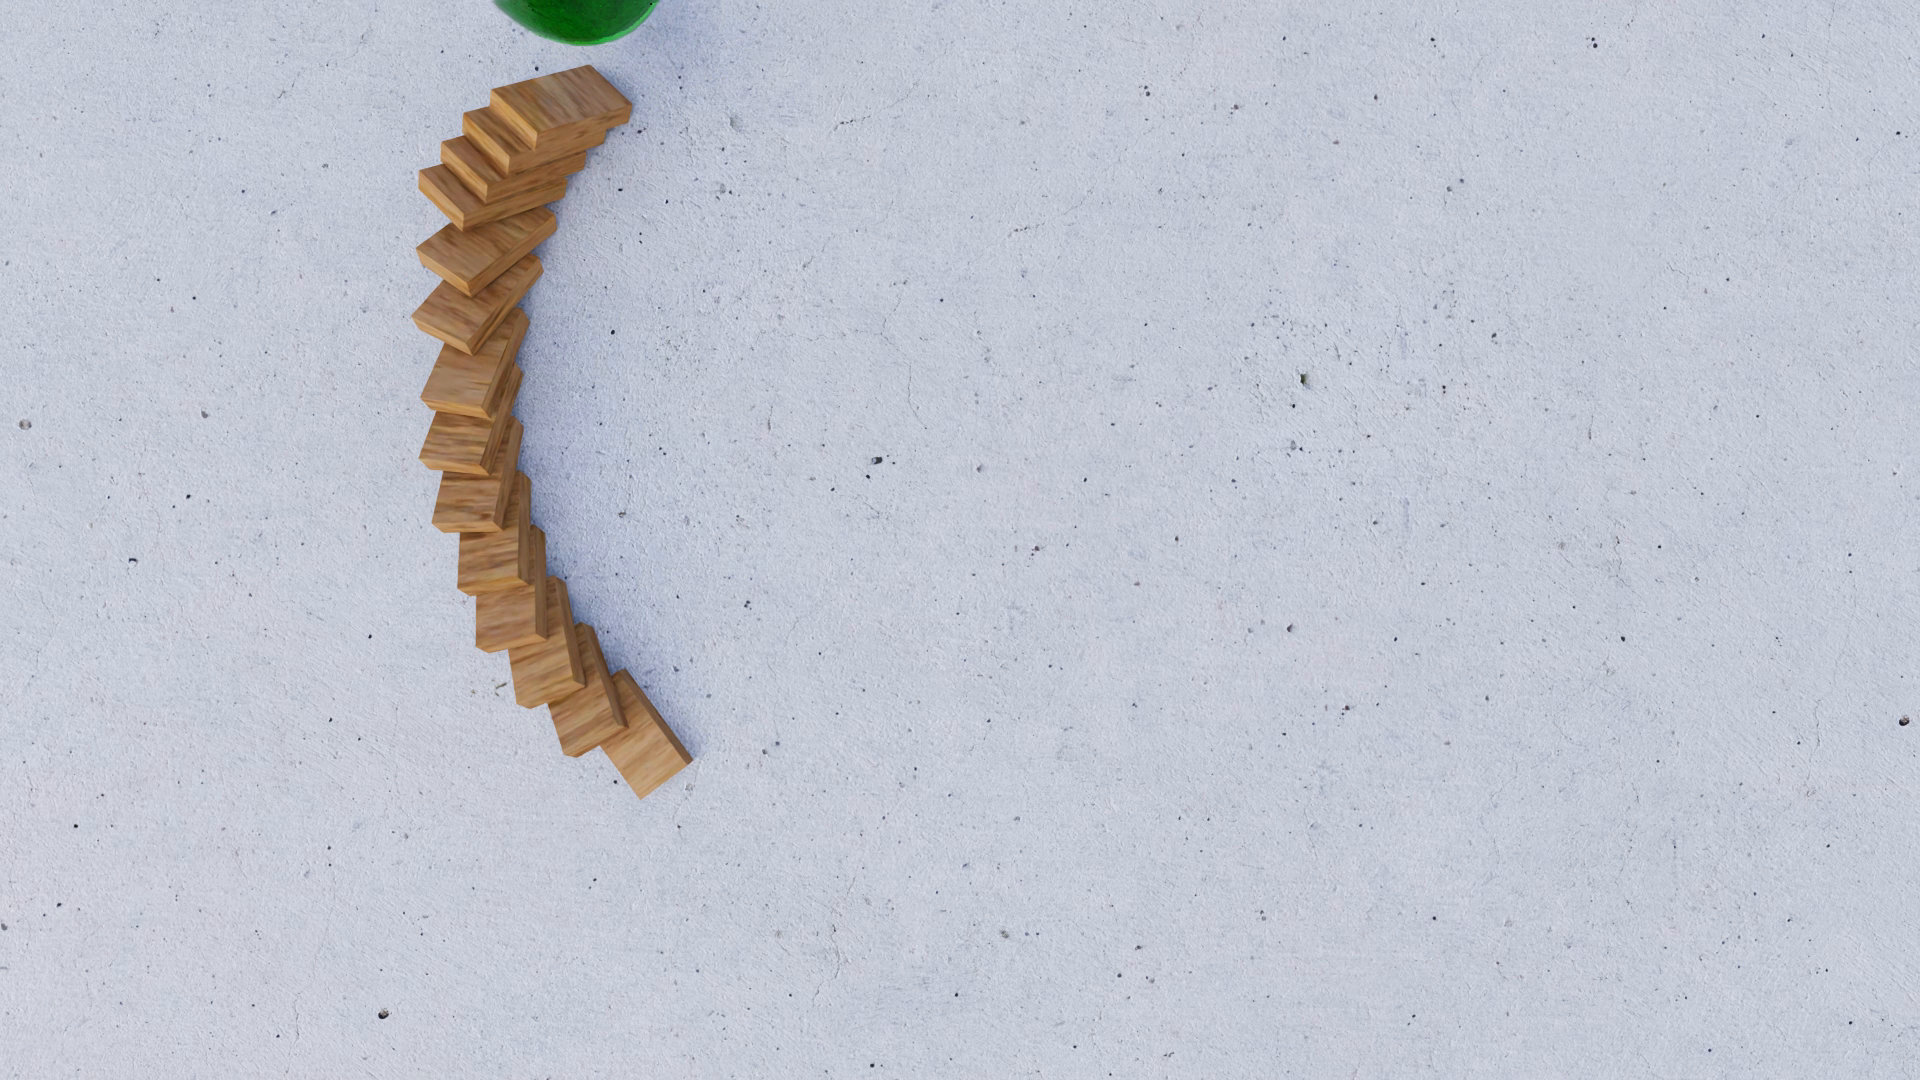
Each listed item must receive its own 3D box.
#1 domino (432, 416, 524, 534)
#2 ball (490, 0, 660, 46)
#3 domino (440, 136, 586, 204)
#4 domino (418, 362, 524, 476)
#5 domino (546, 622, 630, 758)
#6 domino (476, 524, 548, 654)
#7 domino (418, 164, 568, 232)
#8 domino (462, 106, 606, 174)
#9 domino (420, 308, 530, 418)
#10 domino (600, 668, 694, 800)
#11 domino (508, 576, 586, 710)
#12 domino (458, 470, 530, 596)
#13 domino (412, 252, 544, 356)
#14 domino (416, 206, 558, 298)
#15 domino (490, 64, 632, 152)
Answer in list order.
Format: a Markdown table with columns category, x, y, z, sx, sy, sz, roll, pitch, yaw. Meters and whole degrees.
| category | x | y | z | sx | sy | sz | roll | pitch | yaw |
| --- | --- | --- | --- | --- | --- | --- | --- | --- | --- |
| domino | -0.202 | -0.028 | 0.386 | 0.025 | 0.009 | 0.050 | -2 | 66 | 0 |
| ball | -0.155 | -0.239 | 0.360 | 0.080 | 0.080 | 0.080 | 0 | 90 | 0 |
| domino | -0.184 | -0.159 | 0.380 | 0.025 | 0.009 | 0.050 | 43 | 48 | 0 |
| domino | -0.205 | -0.053 | 0.385 | 0.025 | 0.010 | 0.050 | 6 | 66 | 0 |
| domino | -0.160 | 0.063 | 0.386 | 0.025 | 0.009 | 0.050 | -30 | 67 | 0 |
| domino | -0.189 | 0.020 | 0.386 | 0.025 | 0.010 | 0.050 | -13 | 66 | 0 |
| domino | -0.192 | -0.147 | 0.380 | 0.025 | 0.009 | 0.050 | 44 | 48 | 1 |
| domino | -0.175 | -0.170 | 0.380 | 0.025 | 0.010 | 0.050 | 43 | 48 | 0 |
| domino | -0.203 | -0.076 | 0.385 | 0.025 | 0.010 | 0.050 | 9 | 66 | 0 |
| domino | -0.141 | 0.083 | 0.395 | 0.025 | 0.010 | 0.050 | -37 | 90 | 0 |
| domino | -0.176 | 0.043 | 0.385 | 0.025 | 0.010 | 0.050 | -22 | 66 | 0 |
| domino | -0.196 | -0.003 | 0.386 | 0.025 | 0.009 | 0.050 | -11 | 66 | 0 |
| domino | -0.202 | -0.104 | 0.386 | 0.025 | 0.010 | 0.050 | 26 | 66 | 0 |
| domino | -0.197 | -0.126 | 0.384 | 0.025 | 0.009 | 0.050 | 34 | 61 | 0 |
| domino | -0.164 | -0.180 | 0.380 | 0.025 | 0.009 | 0.050 | 43 | 48 | 0 |
